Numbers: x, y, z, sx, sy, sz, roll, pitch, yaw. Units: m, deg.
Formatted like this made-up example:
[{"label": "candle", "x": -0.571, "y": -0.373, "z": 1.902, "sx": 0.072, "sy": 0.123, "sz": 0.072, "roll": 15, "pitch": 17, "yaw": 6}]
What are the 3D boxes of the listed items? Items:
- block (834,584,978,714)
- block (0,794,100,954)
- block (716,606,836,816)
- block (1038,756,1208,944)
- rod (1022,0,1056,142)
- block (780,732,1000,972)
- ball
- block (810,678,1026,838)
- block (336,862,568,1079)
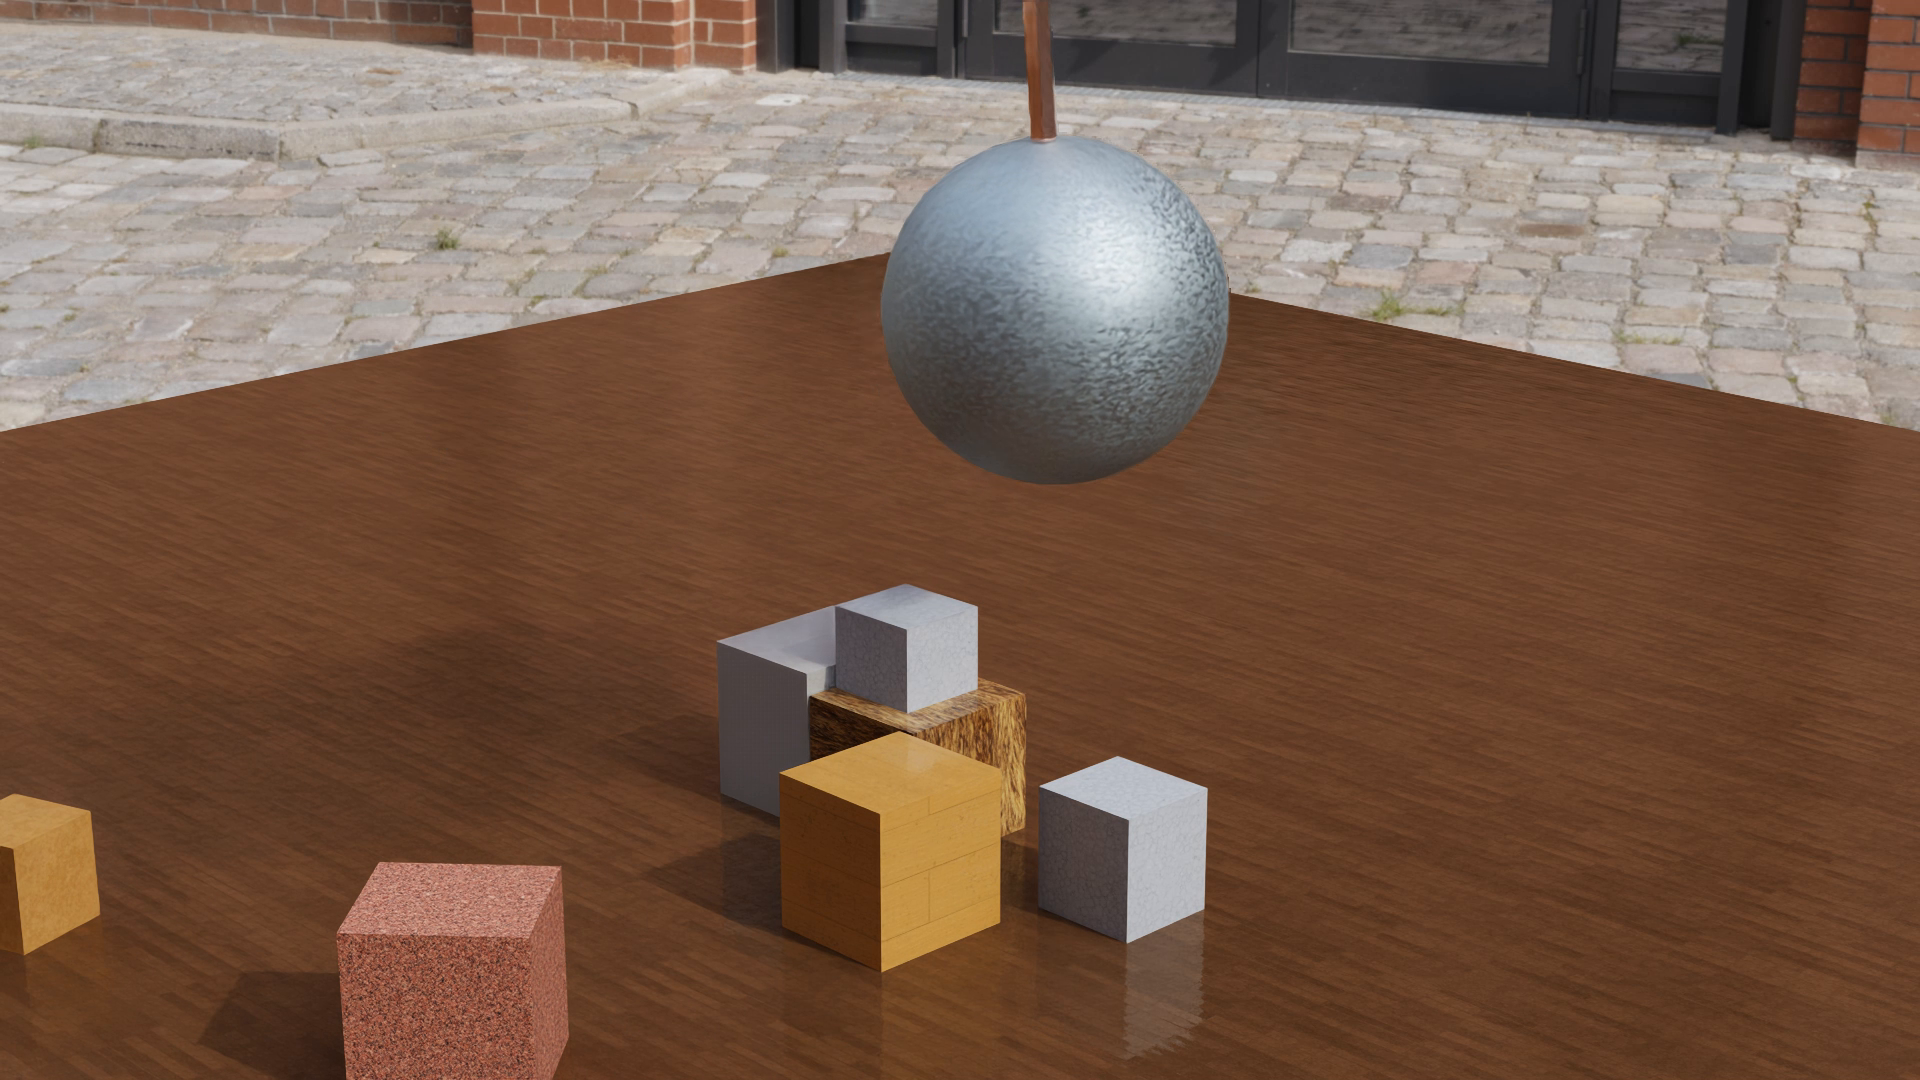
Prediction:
[{"label": "block", "x": -0.251, "y": 0.504, "z": 13.789, "sx": 0.461, "sy": 0.410, "sz": 0.485, "roll": -17, "pitch": 24, "yaw": -42}, {"label": "block", "x": -4.129, "y": 1.461, "z": 12.868, "sx": 0.446, "sy": 0.497, "sz": 0.465, "roll": 9, "pitch": 19, "yaw": 26}, {"label": "block", "x": -0.677, "y": 0.853, "z": 14.315, "sx": 0.761, "sy": 0.789, "sz": 0.647, "roll": -17, "pitch": 24, "yaw": -42}, {"label": "block", "x": 0.720, "y": 1.368, "z": 13.024, "sx": 0.513, "sy": 0.580, "sz": 0.537, "roll": -16, "pitch": 24, "yaw": -42}, {"label": "rod", "x": 0.189, "y": -4.207, "z": 12.217, "sx": 0.080, "sy": 5.200, "sz": 0.080, "roll": 17, "pitch": 30, "yaw": 42}, {"label": "block", "x": -0.304, "y": 1.350, "z": 12.836, "sx": 0.715, "sy": 0.727, "sz": 0.644, "roll": -16, "pitch": 24, "yaw": -42}, {"label": "ball", "x": 0.435, "y": -1.055, "z": 13.466, "sx": 1.600, "sy": 1.600, "sz": 1.600, "roll": 0, "pitch": 17, "yaw": 0}, {"label": "block", "x": -0.196, "y": 1.050, "z": 13.869, "sx": 0.739, "sy": 0.679, "sz": 0.698, "roll": -17, "pitch": 24, "yaw": -42}, {"label": "block", "x": -1.975, "y": 1.754, "z": 11.509, "sx": 0.735, "sy": 0.753, "sz": 0.665, "roll": 1, "pitch": 17, "yaw": 3}]
